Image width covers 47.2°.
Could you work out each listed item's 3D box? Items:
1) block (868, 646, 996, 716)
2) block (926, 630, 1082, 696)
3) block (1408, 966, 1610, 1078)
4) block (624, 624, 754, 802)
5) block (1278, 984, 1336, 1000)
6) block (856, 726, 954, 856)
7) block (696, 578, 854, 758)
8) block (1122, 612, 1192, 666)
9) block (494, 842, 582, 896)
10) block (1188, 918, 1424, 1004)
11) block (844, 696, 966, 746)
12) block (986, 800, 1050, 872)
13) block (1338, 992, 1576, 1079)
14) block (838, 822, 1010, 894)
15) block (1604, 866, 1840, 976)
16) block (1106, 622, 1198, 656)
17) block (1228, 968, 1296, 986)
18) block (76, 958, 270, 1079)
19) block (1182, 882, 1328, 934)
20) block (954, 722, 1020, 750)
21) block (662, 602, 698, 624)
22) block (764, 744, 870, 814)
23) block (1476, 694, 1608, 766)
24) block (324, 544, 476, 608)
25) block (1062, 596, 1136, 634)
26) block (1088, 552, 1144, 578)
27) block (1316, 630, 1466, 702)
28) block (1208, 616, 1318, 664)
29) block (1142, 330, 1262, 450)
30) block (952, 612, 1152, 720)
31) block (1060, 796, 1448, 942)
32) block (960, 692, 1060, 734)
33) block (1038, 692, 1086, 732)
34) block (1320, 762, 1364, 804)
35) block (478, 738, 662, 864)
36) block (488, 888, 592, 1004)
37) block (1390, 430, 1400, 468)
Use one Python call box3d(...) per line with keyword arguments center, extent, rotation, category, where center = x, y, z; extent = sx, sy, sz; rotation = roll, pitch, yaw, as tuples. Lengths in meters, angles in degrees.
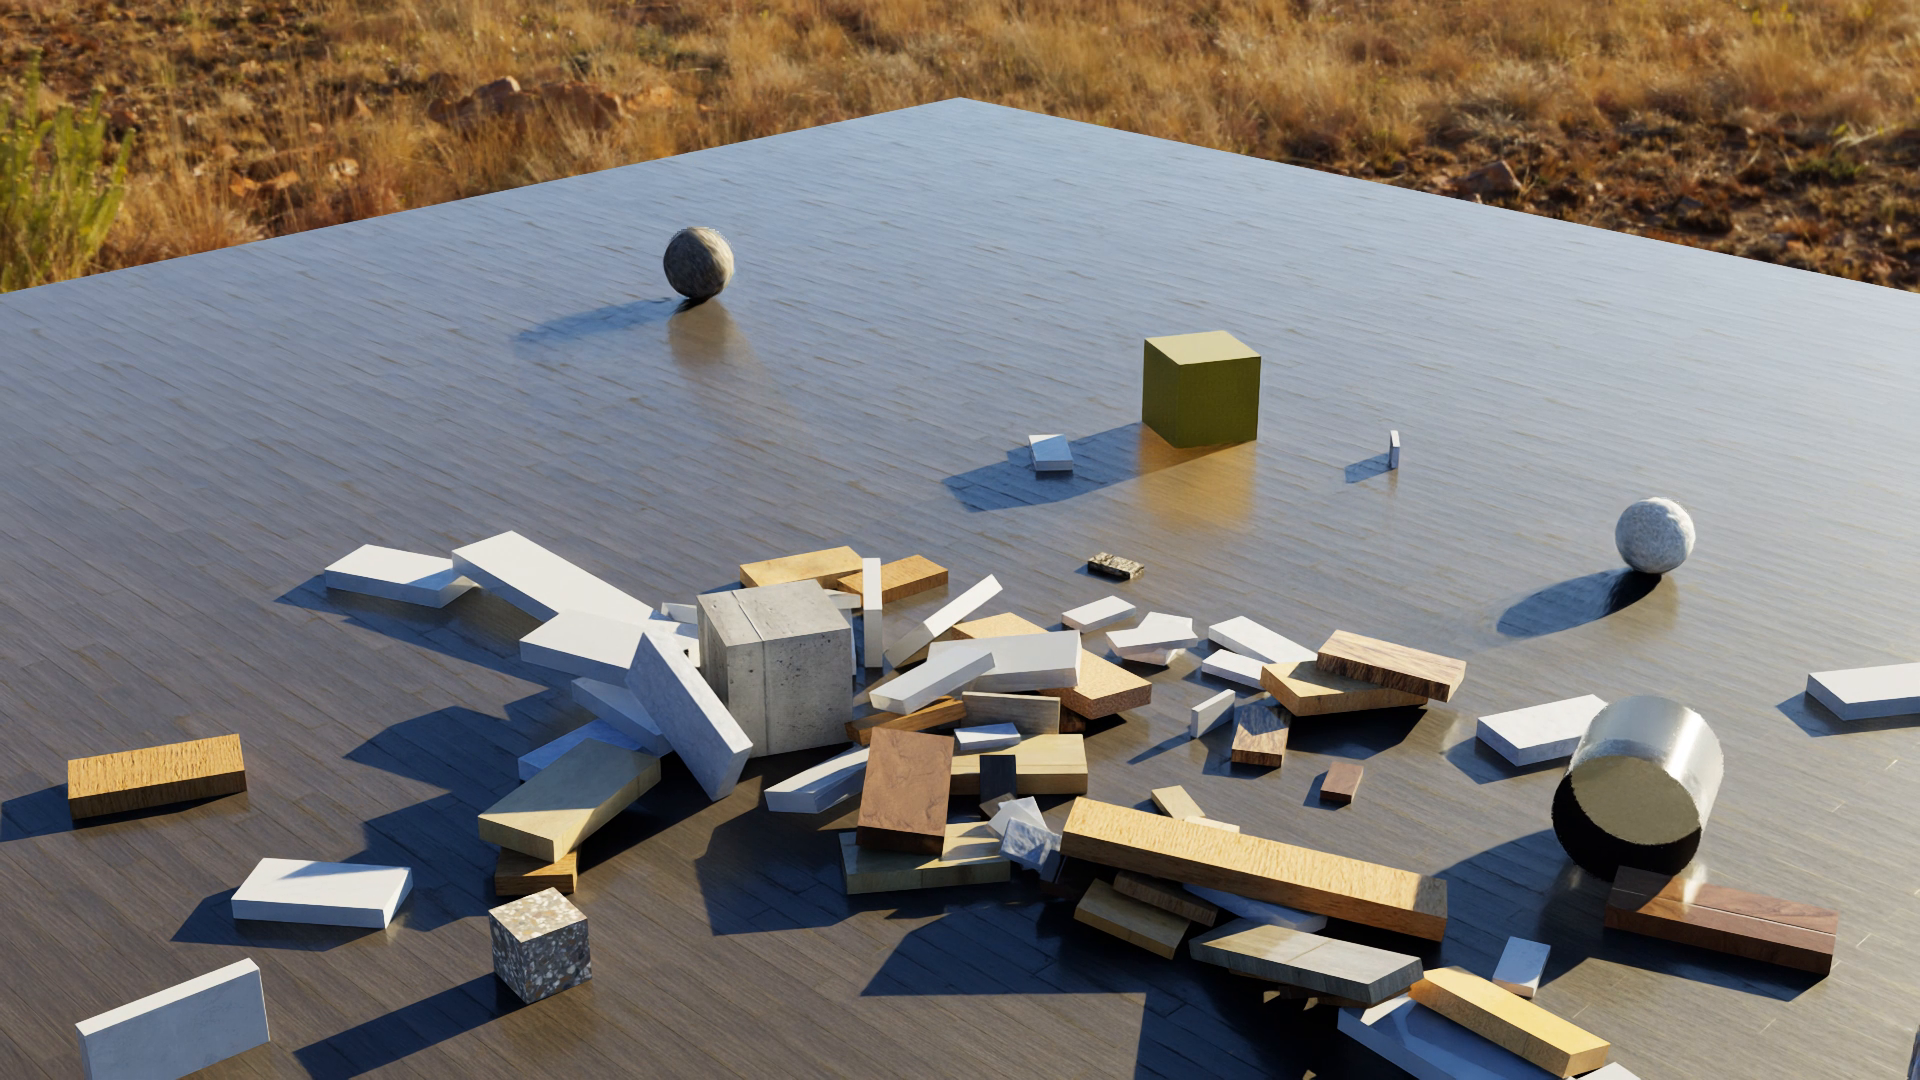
box3d(center=(-0.059, 0.302, 4.764), extent=(0.251, 0.036, 0.126), rotation=(-27, 20, -32), category="block")
box3d(center=(0.096, 0.276, 4.889), extent=(0.338, 0.048, 0.169), rotation=(-5, 26, 9), category="block")
box3d(center=(0.926, 0.810, 3.716), extent=(0.301, 0.043, 0.151), rotation=(24, 12, 39), category="block")
box3d(center=(-0.560, 0.355, 4.520), extent=(0.048, 0.170, 0.339), rotation=(-21, 60, -38), category="block")
box3d(center=(0.641, 0.766, 3.814), extent=(0.087, 0.025, 0.174), rotation=(-18, -2, -35), category="block")
box3d(center=(-0.106, 0.494, 4.352), extent=(0.168, 0.048, 0.336), rotation=(7, 29, -1), category="block")
box3d(center=(-0.402, 0.277, 4.762), extent=(0.270, 0.270, 0.270), rotation=(-8, 24, -18), category="block")
box3d(center=(0.465, 0.231, 5.178), extent=(0.104, 0.030, 0.209), rotation=(9, 25, 21), category="block")
box3d(center=(-0.817, 0.596, 4.302), extent=(0.147, 0.042, 0.293), rotation=(-2, 23, -4), category="block")
box3d(center=(0.591, 0.725, 3.810), extent=(0.122, 0.035, 0.467), rotation=(-17, 9, -32), category="block")
box3d(center=(-0.117, 0.384, 4.695), extent=(0.236, 0.033, 0.118), rotation=(-14, 7, -17), category="block")
box3d(center=(0.132, 0.578, 4.262), extent=(0.152, 0.022, 0.076), rotation=(38, 54, 16), category="block")
box3d(center=(0.897, 0.894, 3.599), extent=(0.151, 0.043, 0.605), rotation=(-17, 29, -35), category="block")
box3d(center=(-0.071, 0.614, 4.259), extent=(0.314, 0.044, 0.154), rotation=(-3, 23, -8), category="block")
box3d(center=(1.404, 0.699, 4.058), extent=(0.395, 0.044, 0.156), rotation=(10, 25, 22), category="block")
box3d(center=(0.445, 0.231, 5.110), extent=(0.196, 0.023, 0.083), rotation=(-6, 24, -14), category="block")
box3d(center=(0.565, 0.750, 3.888), extent=(0.087, 0.025, 0.174), rotation=(-18, 9, -36), category="block")
box3d(center=(-1.302, 0.817, 3.647), extent=(0.293, 0.147, 0.042), rotation=(-18, 29, -36), category="block")
box3d(center=(0.549, 0.668, 4.090), extent=(0.244, 0.035, 0.122), rotation=(22, 18, 36), category="block")
box3d(center=(0.057, 0.414, 4.638), extent=(0.129, 0.018, 0.064), rotation=(-5, 24, -12), category="block")
box3d(center=(-0.572, 0.182, 5.142), extent=(0.126, 0.036, 0.295), rotation=(7, -1, -36), category="block")
box3d(center=(-0.234, 0.481, 4.509), extent=(0.154, 0.044, 0.309), rotation=(-5, 13, 46), category="block")
box3d(center=(1.285, 0.409, 4.743), extent=(0.300, 0.042, 0.150), rotation=(-9, 25, -20), category="block")
box3d(center=(-1.392, 0.089, 5.489), extent=(0.339, 0.048, 0.170), rotation=(9, 25, 21), category="block")
box3d(center=(0.335, 0.180, 5.307), extent=(0.166, 0.023, 0.083), rotation=(-17, 29, -35), category="block")
box3d(center=(0.396, 0.065, 5.584), extent=(0.129, 0.018, 0.064), rotation=(16, 28, 34), category="block")
box3d(center=(0.962, 0.280, 4.910), extent=(0.300, 0.042, 0.150), rotation=(14, 23, 22), category="block")
box3d(center=(0.713, 0.252, 5.129), extent=(0.104, 0.030, 0.284), rotation=(-15, 27, -32), category="block")
box3d(center=(0.709, -0.445, 6.481), extent=(0.258, 0.258, 0.258), rotation=(-7, 24, -17), category="block")
box3d(center=(0.201, 0.281, 4.994), extent=(0.169, 0.048, 0.520), rotation=(-12, 23, -34), category="block")
box3d(center=(0.550, 0.612, 4.115), extent=(0.713, 0.048, 0.168), rotation=(12, 18, 9), category="block")
box3d(center=(0.108, 0.385, 4.713), extent=(0.209, 0.104, 0.030), rotation=(3, 9, 7), category="block")
box3d(center=(0.224, 0.374, 4.852), extent=(0.076, 0.022, 0.170), rotation=(-3, 23, -6), category="block")
box3d(center=(0.791, 0.501, 4.556), extent=(0.065, 0.018, 0.130), rotation=(8, 24, 18), category="block")
box3d(center=(-0.772, 0.513, 4.372), extent=(0.180, 0.051, 0.359), rotation=(13, 26, 24), category="block")
box3d(center=(-0.745, 0.719, 3.903), extent=(0.128, 0.128, 0.128), rotation=(-16, 28, -34), category="block")
box3d(center=(1.243, -0.260, 6.290), extent=(0.018, 0.065, 0.130), rotation=(3, 23, 7), category="block")
